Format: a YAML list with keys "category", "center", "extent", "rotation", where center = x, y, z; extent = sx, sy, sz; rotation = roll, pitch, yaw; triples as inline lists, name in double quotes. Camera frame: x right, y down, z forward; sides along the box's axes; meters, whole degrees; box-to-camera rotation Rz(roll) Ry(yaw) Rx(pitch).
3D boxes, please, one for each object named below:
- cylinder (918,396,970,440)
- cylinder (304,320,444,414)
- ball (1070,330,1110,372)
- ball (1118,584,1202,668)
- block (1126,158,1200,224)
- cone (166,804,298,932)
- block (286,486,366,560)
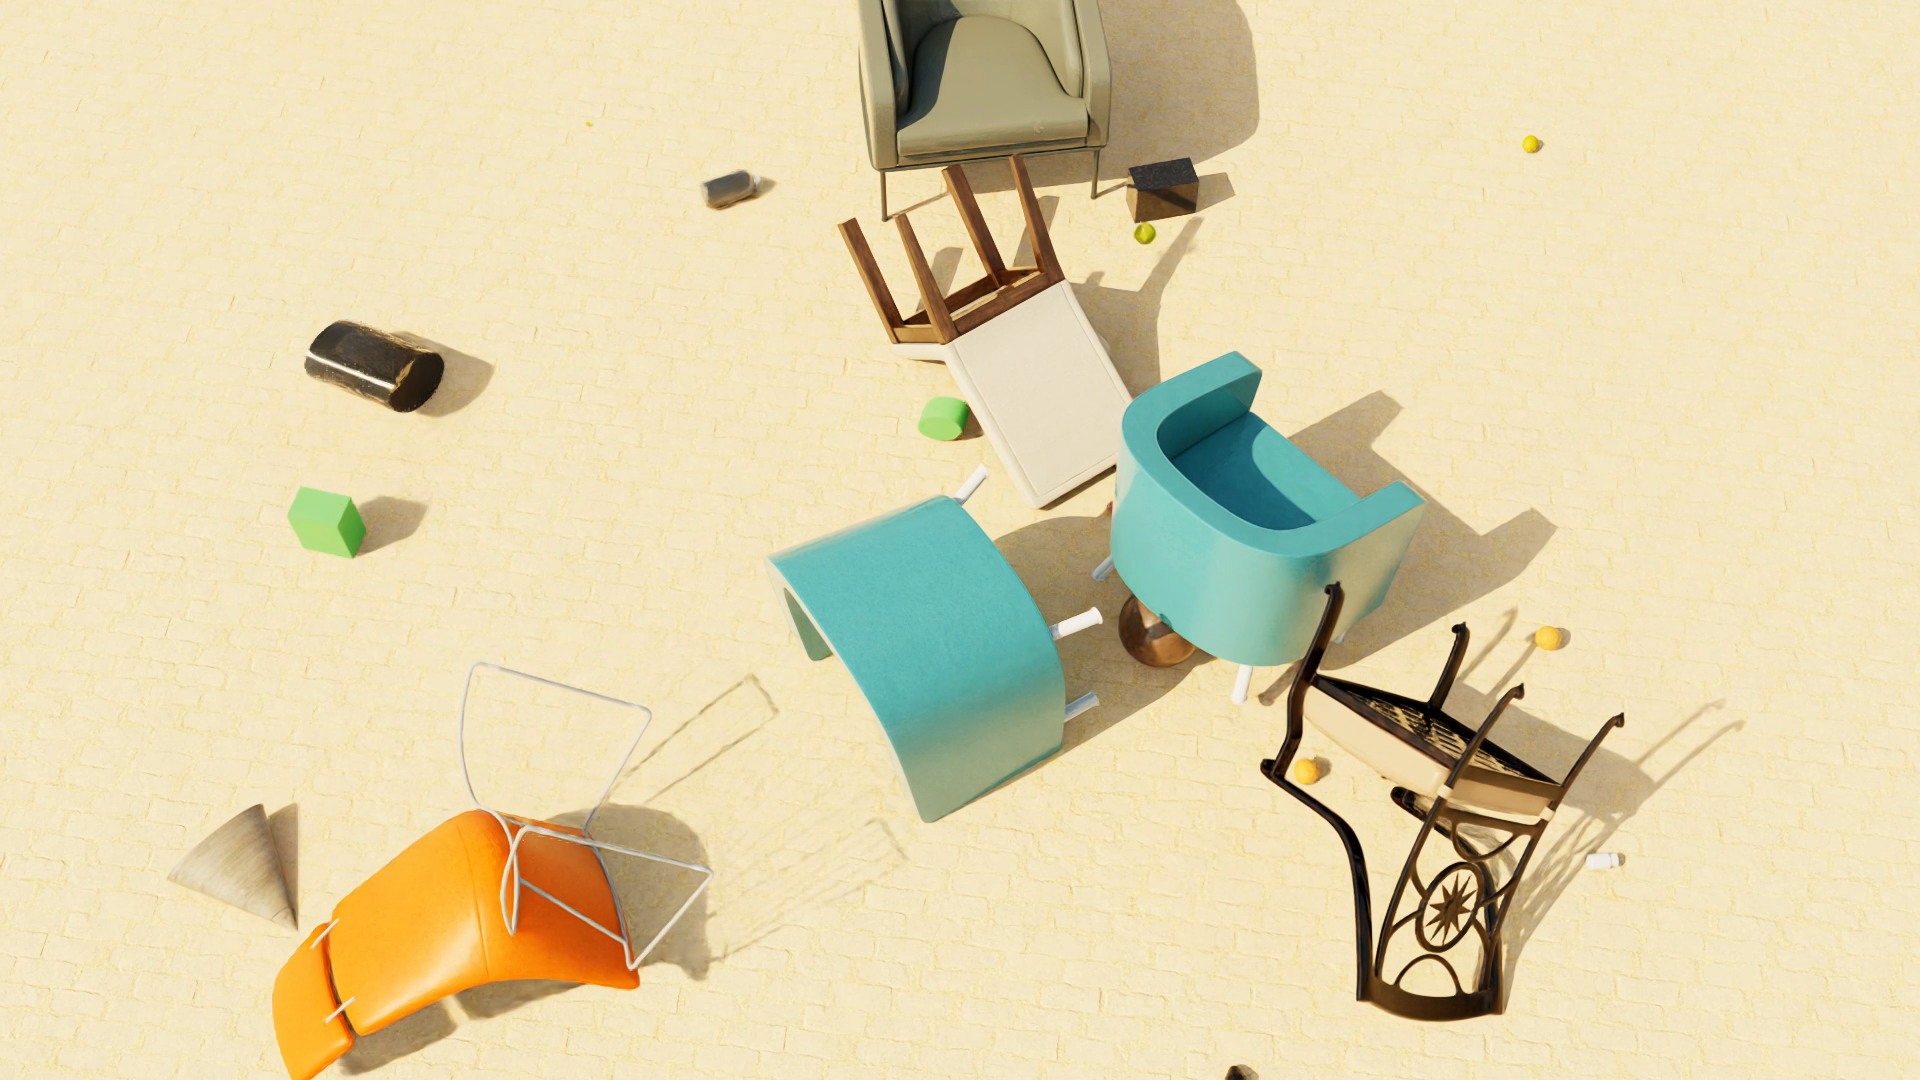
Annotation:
- category: "cylinder"
  center: [-0.051, -0.374, 6.752]
  extent: [0.154, 0.106, 0.084]
  rotation: [-5, 49, 36]
- category: "cylinder"
  center: [-1.809, -0.537, 6.799]
  extent: [0.308, 0.191, 0.289]
  rotation: [21, 25, 14]
- category: "ball"
  center: [0.407, -0.591, 6.894]
  extent: [0.127, 0.127, 0.127]
  rotation: [0, 56, 0]
- category: "ball"
  center: [0.570, 0.244, 6.266]
  extent: [0.240, 0.240, 0.240]
  rotation: [0, 56, 0]
- category: "block"
  center: [0.667, -1.152, 7.255]
  extent: [0.209, 0.153, 0.111]
  rotation: [-11, 57, -7]
- category: "cone"
  center: [-1.889, 0.932, 5.909]
  extent: [0.351, 0.131, 0.315]
  rotation: [43, 63, 13]
- category: "block"
  center: [-1.869, -0.051, 6.492]
  extent: [0.158, 0.188, 0.106]
  rotation: [12, 61, 8]
